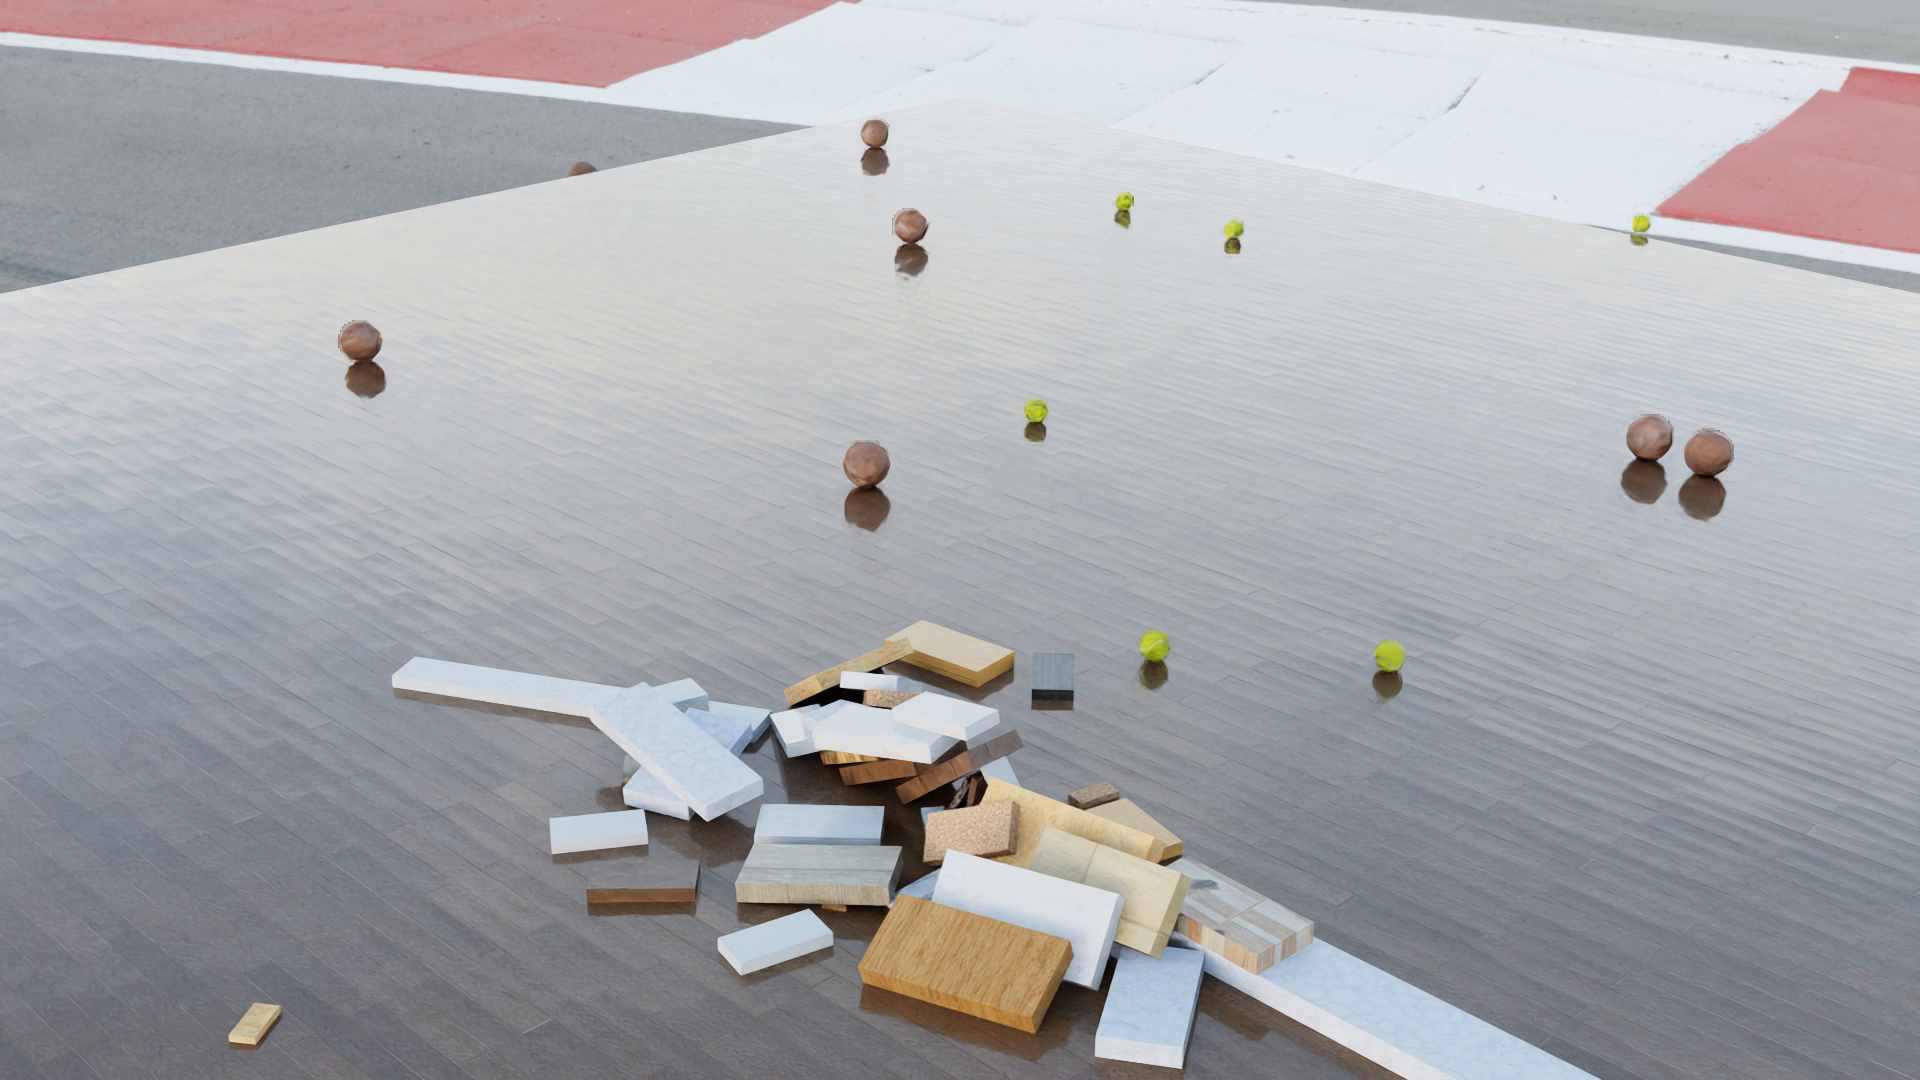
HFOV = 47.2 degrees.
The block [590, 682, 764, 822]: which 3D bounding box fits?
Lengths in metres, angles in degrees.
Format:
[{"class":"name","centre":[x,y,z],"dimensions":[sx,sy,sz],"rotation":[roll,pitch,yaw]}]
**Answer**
[{"class":"block","centre":[-0.588,0.431,4.529],"dimensions":[0.137,0.039,0.435],"rotation":[-24,39,-33]}]

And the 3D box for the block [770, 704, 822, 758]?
[{"class":"block","centre":[-0.333,0.406,4.698],"dimensions":[0.109,0.031,0.219],"rotation":[-12,15,-11]}]

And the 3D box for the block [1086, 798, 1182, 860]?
[{"class":"block","centre":[0.343,0.579,4.361],"dimensions":[0.099,0.028,0.198],"rotation":[-13,26,-27]}]

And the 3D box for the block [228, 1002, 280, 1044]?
[{"class":"block","centre":[-1.213,0.832,3.783],"dimensions":[0.048,0.014,0.095],"rotation":[4,23,9]}]

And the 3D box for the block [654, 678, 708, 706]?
[{"class":"block","centre":[-0.656,0.353,4.820],"dimensions":[0.186,0.026,0.093],"rotation":[-13,26,-28]}]

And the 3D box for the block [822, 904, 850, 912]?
[{"class":"block","centre":[-0.223,0.670,4.164],"dimensions":[0.047,0.013,0.094],"rotation":[7,24,15]}]

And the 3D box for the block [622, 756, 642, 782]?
[{"class":"block","centre":[-0.682,0.480,4.613],"dimensions":[0.047,0.013,0.095],"rotation":[-1,23,-3]}]

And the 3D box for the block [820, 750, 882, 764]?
[{"class":"block","centre":[-0.190,0.431,4.583],"dimensions":[0.109,0.031,0.219],"rotation":[-20,4,-34]}]

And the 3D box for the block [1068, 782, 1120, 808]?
[{"class":"block","centre":[0.274,0.523,4.510],"dimensions":[0.095,0.013,0.047],"rotation":[-14,27,-29]}]

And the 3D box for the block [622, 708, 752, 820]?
[{"class":"block","centre":[-0.561,0.461,4.556],"dimensions":[0.147,0.042,0.293],"rotation":[11,34,18]}]

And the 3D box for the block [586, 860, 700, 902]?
[{"class":"block","centre":[-0.602,0.650,4.192],"dimensions":[0.204,0.029,0.102],"rotation":[0,23,-1]}]

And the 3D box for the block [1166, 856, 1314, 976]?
[{"class":"block","centre":[0.472,0.677,3.987],"dimensions":[0.153,0.043,0.307],"rotation":[-19,30,-38]}]

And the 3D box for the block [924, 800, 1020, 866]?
[{"class":"block","centre":[0.022,0.564,4.226],"dimensions":[0.198,0.028,0.099],"rotation":[-13,58,33]}]

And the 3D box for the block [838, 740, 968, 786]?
[{"class":"block","centre":[-0.117,0.450,4.489],"dimensions":[0.136,0.039,0.272],"rotation":[-20,2,-36]}]

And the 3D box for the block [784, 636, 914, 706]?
[{"class":"block","centre":[-0.249,0.294,4.927],"dimensions":[0.275,0.039,0.137],"rotation":[-21,-4,-40]}]

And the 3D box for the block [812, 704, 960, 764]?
[{"class":"block","centre":[-0.144,0.388,4.412],"dimensions":[0.272,0.039,0.136],"rotation":[5,21,29]}]

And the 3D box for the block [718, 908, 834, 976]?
[{"class":"block","centre":[-0.336,0.731,4.004],"dimensions":[0.187,0.027,0.094],"rotation":[-13,26,-29]}]

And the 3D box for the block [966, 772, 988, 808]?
[{"class":"block","centre":[0.041,0.514,4.399],"dimensions":[0.058,0.117,0.017],"rotation":[-21,43,-40]}]

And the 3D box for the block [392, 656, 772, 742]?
[{"class":"block","centre":[-0.847,0.352,4.893],"dimensions":[0.882,0.029,0.102],"rotation":[7,24,16]}]

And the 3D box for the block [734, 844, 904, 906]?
[{"class":"block","centre":[-0.265,0.635,4.181],"dimensions":[0.293,0.042,0.147],"rotation":[0,22,10]}]

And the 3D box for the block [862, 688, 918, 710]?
[{"class":"block","centre":[-0.140,0.347,4.730],"dimensions":[0.124,0.035,0.247],"rotation":[6,-6,-5]}]

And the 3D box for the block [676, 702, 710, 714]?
[{"class":"block","centre":[-0.576,0.422,4.683],"dimensions":[0.102,0.029,0.204],"rotation":[-6,33,-9]}]

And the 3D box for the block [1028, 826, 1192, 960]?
[{"class":"block","centre":[0.257,0.636,3.983],"dimensions":[0.307,0.153,0.043],"rotation":[14,-14,39]}]

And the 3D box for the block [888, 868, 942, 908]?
[{"class":"block","centre":[-0.032,0.649,4.215],"dimensions":[0.048,0.014,0.272],"rotation":[21,31,40]}]

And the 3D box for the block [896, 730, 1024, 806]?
[{"class":"block","centre":[-0.003,0.458,4.425],"dimensions":[0.136,0.039,0.272],"rotation":[-20,-9,-38]}]

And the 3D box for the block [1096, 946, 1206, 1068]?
[{"class":"block","centre":[0.333,0.803,3.816],"dimensions":[0.147,0.042,0.293],"rotation":[5,24,12]}]

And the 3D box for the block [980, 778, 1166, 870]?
[{"class":"block","centre":[0.189,0.577,4.135],"dimensions":[0.410,0.153,0.043],"rotation":[15,-13,43]}]

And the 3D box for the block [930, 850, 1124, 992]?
[{"class":"block","centre":[0.111,0.681,3.953],"dimensions":[0.338,0.169,0.048],"rotation":[11,-16,25]}]

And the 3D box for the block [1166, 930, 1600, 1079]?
[{"class":"block","centre":[0.692,0.805,3.802],"dimensions":[0.169,0.048,0.925],"rotation":[-21,31,-40]}]

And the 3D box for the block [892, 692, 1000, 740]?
[{"class":"block","centre":[-0.029,0.350,4.383],"dimensions":[0.198,0.028,0.099],"rotation":[11,25,42]}]

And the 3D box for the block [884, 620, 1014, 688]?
[{"class":"block","centre":[-0.025,0.261,5.095],"dimensions":[0.275,0.039,0.137],"rotation":[17,28,35]}]

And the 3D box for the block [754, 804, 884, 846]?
[{"class":"block","centre":[-0.277,0.573,4.366],"dimensions":[0.248,0.035,0.124],"rotation":[1,23,2]}]

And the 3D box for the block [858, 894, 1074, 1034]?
[{"class":"block","centre":[0.010,0.742,3.872],"dimensions":[0.338,0.048,0.169],"rotation":[11,48,25]}]

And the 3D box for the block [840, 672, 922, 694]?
[{"class":"block","centre":[-0.170,0.318,4.813],"dimensions":[0.124,0.035,0.247],"rotation":[5,-6,12]}]

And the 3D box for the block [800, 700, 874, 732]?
[{"class":"block","centre":[-0.223,0.381,4.601],"dimensions":[0.109,0.031,0.219],"rotation":[-20,18,-37]}]

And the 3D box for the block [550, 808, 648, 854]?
[{"class":"block","centre":[-0.717,0.578,4.365],"dimensions":[0.187,0.027,0.094],"rotation":[-5,23,-11]}]

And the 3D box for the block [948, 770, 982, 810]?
[{"class":"block","centre":[0.018,0.508,4.423],"dimensions":[0.058,0.117,0.017],"rotation":[-21,60,-40]}]

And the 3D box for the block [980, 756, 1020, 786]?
[{"class":"block","centre":[0.090,0.493,4.363],"dimensions":[0.058,0.117,0.017],"rotation":[-19,-11,-38]}]

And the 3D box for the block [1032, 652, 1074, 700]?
[{"class":"block","centre":[0.212,0.309,4.997],"dimensions":[0.094,0.027,0.187],"rotation":[1,23,3]}]

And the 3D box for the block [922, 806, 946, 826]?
[{"class":"block","centre":[-0.047,0.565,4.412],"dimensions":[0.048,0.014,0.095],"rotation":[-4,23,-9]}]
